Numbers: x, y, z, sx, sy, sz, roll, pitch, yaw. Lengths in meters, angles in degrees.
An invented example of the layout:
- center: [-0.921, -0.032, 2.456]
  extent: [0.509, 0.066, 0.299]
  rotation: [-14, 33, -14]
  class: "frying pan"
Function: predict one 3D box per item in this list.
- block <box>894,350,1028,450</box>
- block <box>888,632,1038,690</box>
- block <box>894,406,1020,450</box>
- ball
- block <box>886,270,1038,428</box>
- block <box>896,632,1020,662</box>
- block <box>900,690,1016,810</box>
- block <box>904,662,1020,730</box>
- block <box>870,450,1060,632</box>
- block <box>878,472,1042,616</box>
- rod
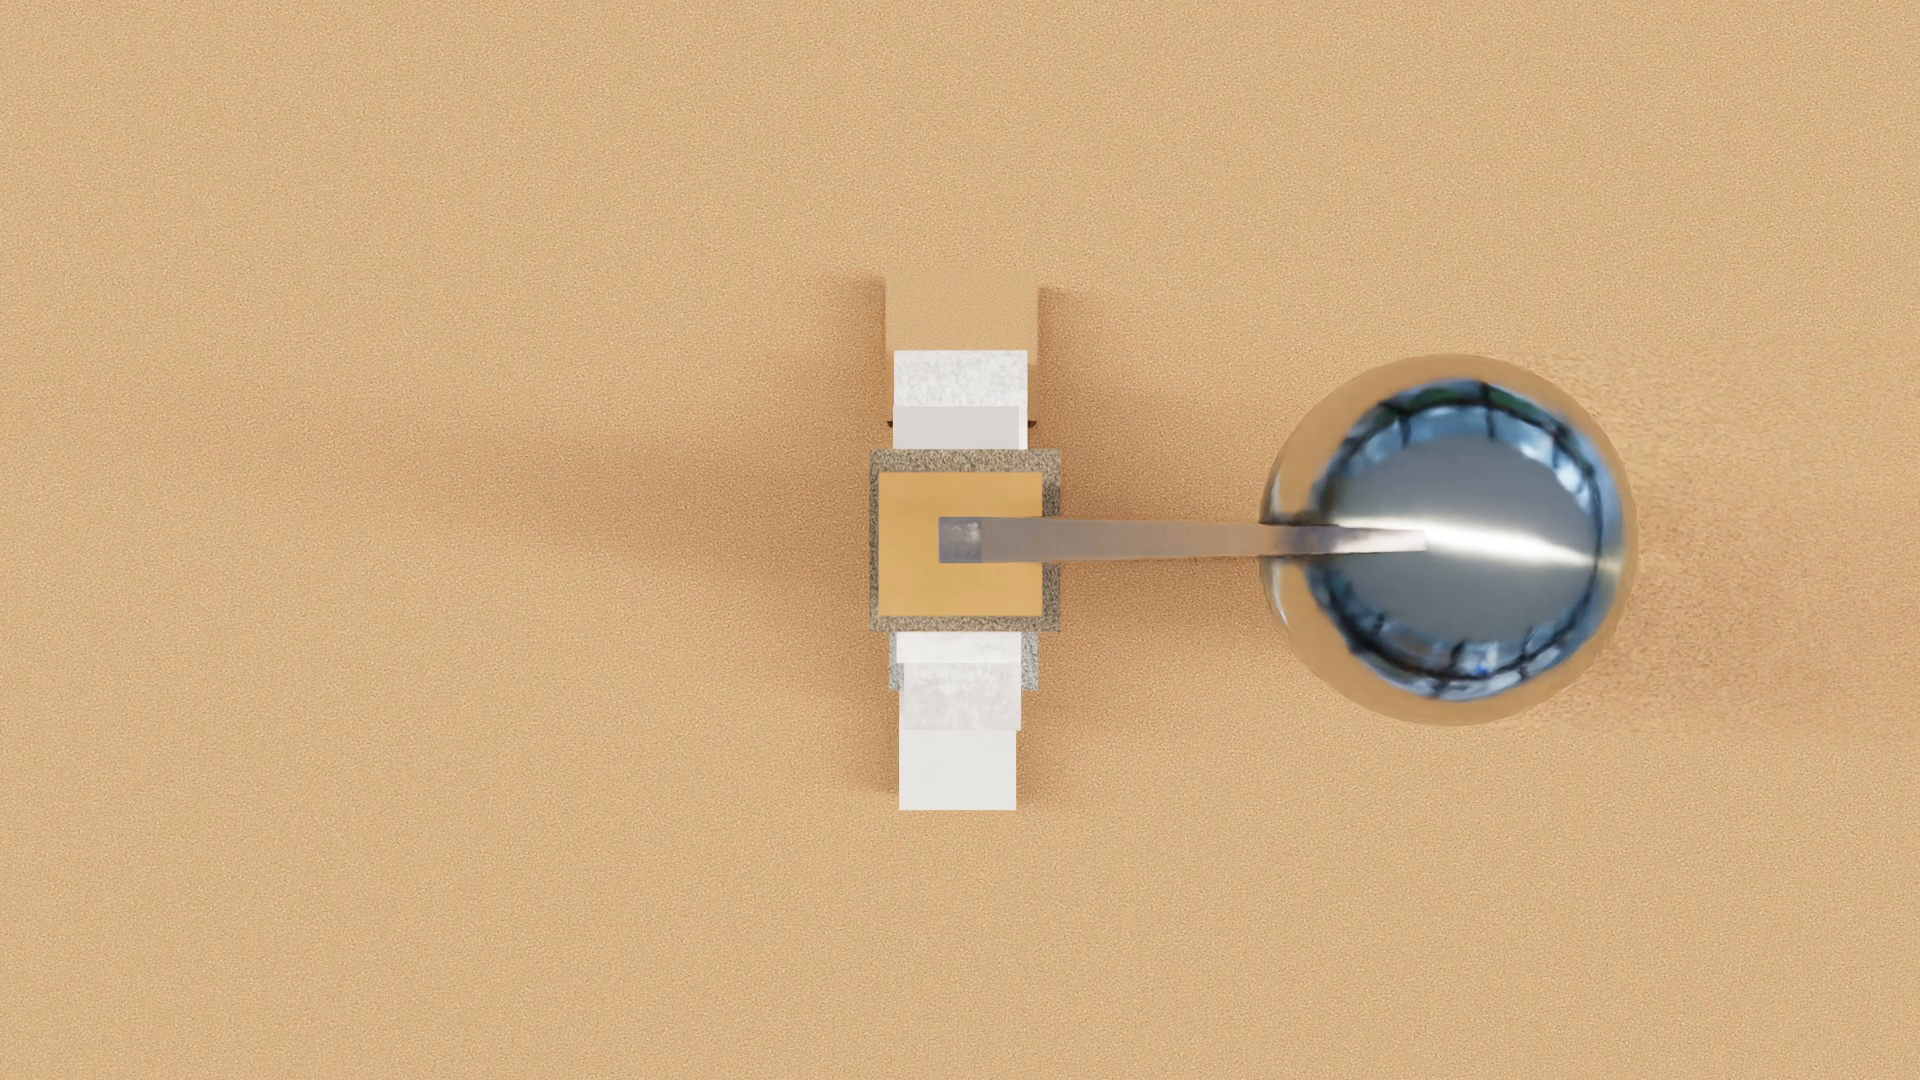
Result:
- center: [0.005, -0.648, 11.879]
  extent: [0.695, 0.762, 0.687]
  rotation: [0, 90, 0]
  class: "block"
- center: [0.019, 0.397, 12.579]
  extent: [0.823, 0.841, 0.871]
  rotation: [0, 90, 0]
  class: "block"
- center: [-0.019, -0.334, 11.176]
  extent: [0.622, 0.632, 0.646]
  rotation: [0, 89, 0]
  class: "block"
- center: [2.074, 0.000, 9.413]
  extent: [1.600, 1.600, 1.600]
  rotation: [0, 90, 0]
  class: "ball"
- center: [0.010, -1.087, 12.630]
  extent: [0.847, 0.740, 0.847]
  rotation: [0, 90, 0]
  class: "block"
- center: [-0.006, 0.312, 11.175]
  extent: [0.613, 0.568, 0.624]
  rotation: [0, 87, 0]
  class: "block"
- center: [-0.013, 1.176, 12.653]
  extent: [0.653, 0.695, 0.668]
  rotation: [0, 90, 0]
  class: "block"
- center: [0.013, 0.690, 11.807]
  extent: [0.608, 0.703, 0.599]
  rotation: [0, 90, 0]
  class: "block"
- center: [0.019, -0.002, 9.113]
  extent: [0.759, 0.811, 0.724]
  rotation: [0, 91, 0]
  class: "block"
- center: [0.001, 0.012, 7.909]
  extent: [0.567, 0.543, 0.498]
  rotation: [0, 91, 0]
  class: "block"
- center: [0.899, 0.000, 6.223]
  extent: [0.080, 5.200, 0.080]
  rotation: [0, 90, 20]
  class: "rod"
